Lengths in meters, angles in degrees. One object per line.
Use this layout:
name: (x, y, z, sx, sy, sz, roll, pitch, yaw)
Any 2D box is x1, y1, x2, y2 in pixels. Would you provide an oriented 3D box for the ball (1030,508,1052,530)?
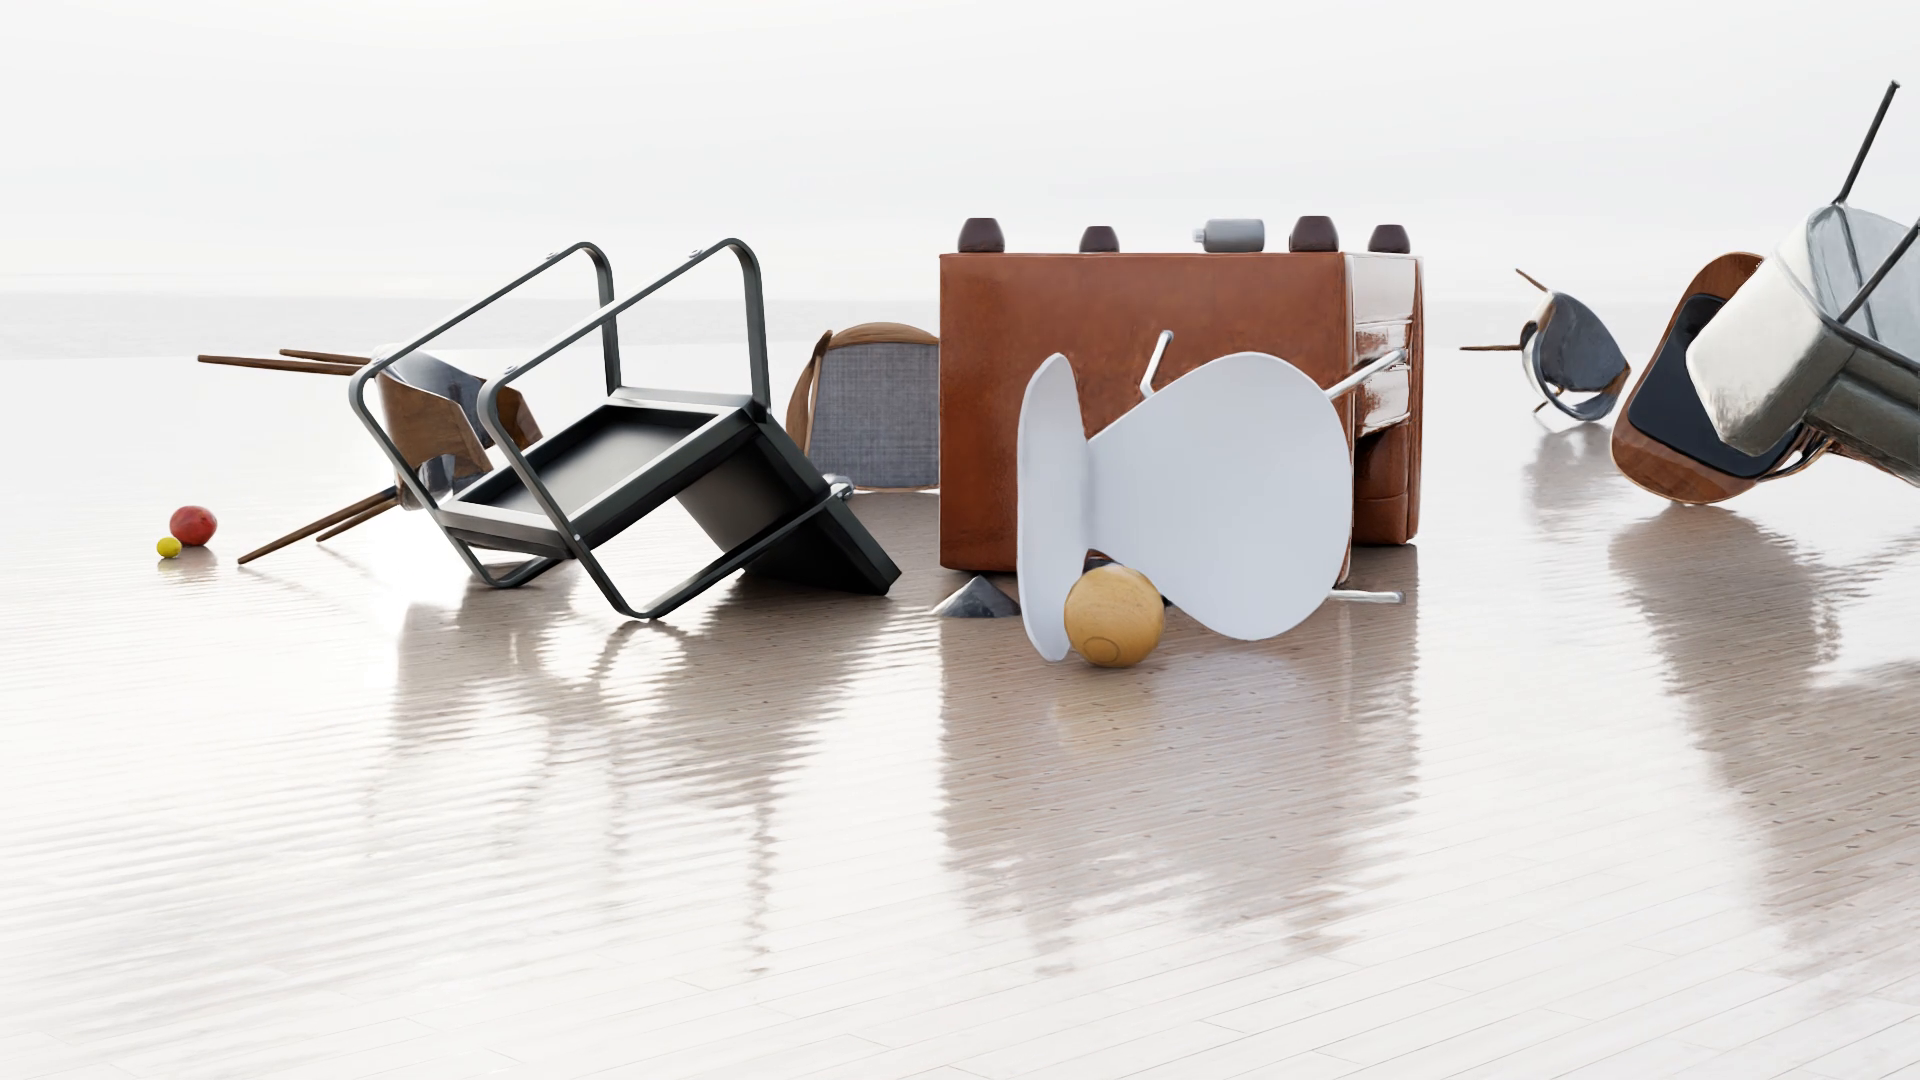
ball: (0.209, -0.054, 6.638, 0.060, 0.060, 0.060, 0, 6, 0)

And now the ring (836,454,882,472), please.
ring: (-0.340, -0.257, 8.679, 0.142, 0.048, 0.259, 3, 7, 15)

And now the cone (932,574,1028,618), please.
cone: (0.039, 0.104, 5.041, 0.190, 0.074, 0.194, -1, 6, -10)

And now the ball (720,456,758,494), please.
ball: (-0.672, -0.200, 7.791, 0.115, 0.115, 0.115, 0, 6, 0)

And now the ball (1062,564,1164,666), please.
ball: (0.260, 0.128, 4.334, 0.172, 0.172, 0.172, 0, 6, 0)
